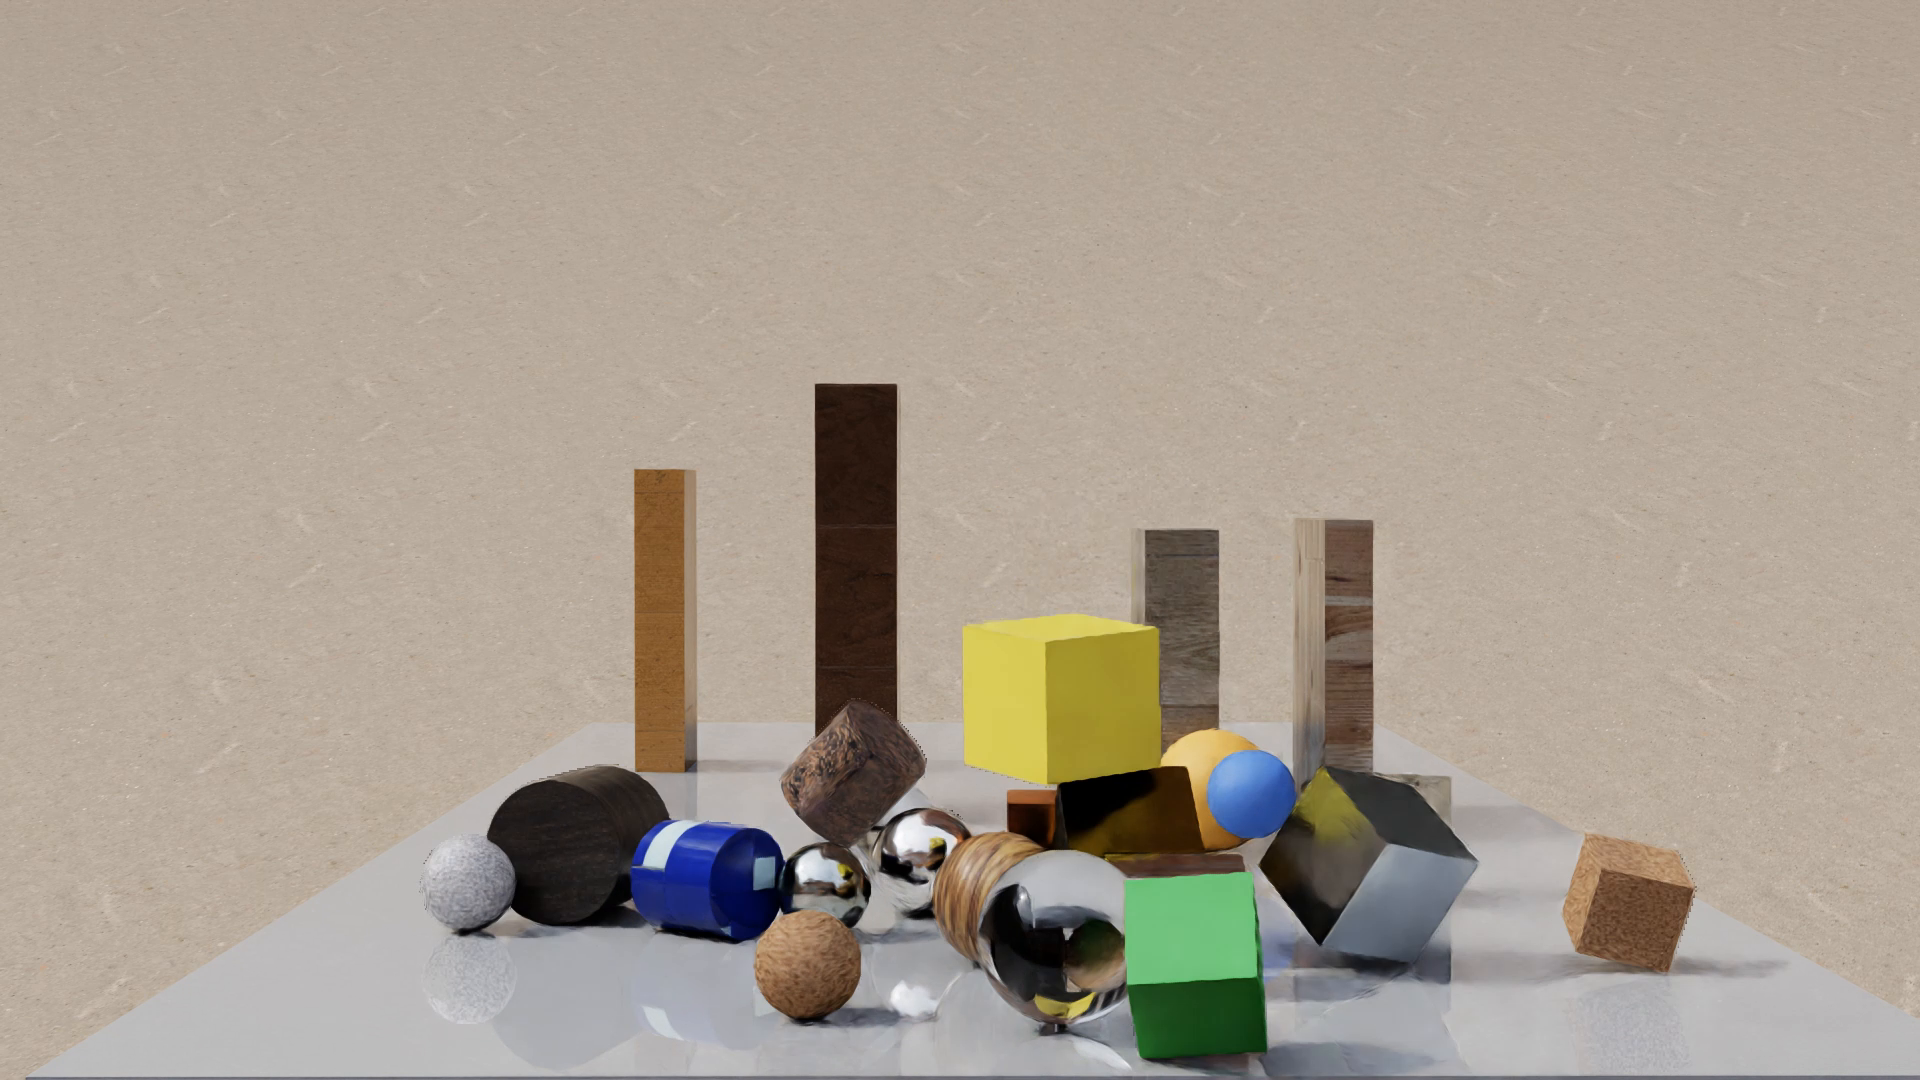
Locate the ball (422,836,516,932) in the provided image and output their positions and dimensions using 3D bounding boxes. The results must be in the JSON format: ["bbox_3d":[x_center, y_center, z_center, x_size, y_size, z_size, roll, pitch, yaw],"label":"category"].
[{"bbox_3d":[-0.657,0.460,3.452,0.125,0.125,0.125,0,27,0],"label":"ball"}]

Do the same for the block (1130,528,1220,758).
[{"bbox_3d":[0.371,0.242,4.492,0.123,0.523,0.384,0,1,0],"label":"block"}]

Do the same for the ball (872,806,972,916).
[{"bbox_3d":[-0.048,0.445,3.579,0.150,0.150,0.150,0,27,0],"label":"ball"}]

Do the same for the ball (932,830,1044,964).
[{"bbox_3d":[0.048,0.443,3.194,0.166,0.166,0.166,0,27,0],"label":"ball"}]

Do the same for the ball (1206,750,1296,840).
[{"bbox_3d":[0.456,0.398,4.040,0.140,0.140,0.140,0,27,0],"label":"ball"}]

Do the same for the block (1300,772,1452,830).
[{"bbox_3d":[0.602,0.431,3.730,0.171,0.171,0.171,0,1,27],"label":"block"}]

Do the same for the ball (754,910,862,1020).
[{"bbox_3d":[-0.169,0.472,2.872,0.120,0.120,0.120,0,27,0],"label":"ball"}]

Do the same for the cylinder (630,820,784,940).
[{"bbox_3d":[-0.334,0.449,3.427,0.146,0.146,0.146,1,22,39],"label":"cylinder"}]

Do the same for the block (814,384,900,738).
[{"bbox_3d":[-0.183,0.111,4.684,0.144,0.778,0.286,0,1,0],"label":"block"}]

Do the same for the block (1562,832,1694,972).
[{"bbox_3d":[0.820,0.445,3.176,0.114,0.114,0.114,13,17,0],"label":"block"}]

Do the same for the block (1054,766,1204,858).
[{"bbox_3d":[0.211,0.407,3.279,0.167,0.167,0.167,-1,36,-3],"label":"block"}]

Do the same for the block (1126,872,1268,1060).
[{"bbox_3d":[0.243,0.437,2.653,0.131,0.131,0.131,-5,44,8],"label":"block"}]

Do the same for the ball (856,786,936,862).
[{"bbox_3d":[-0.099,0.444,4.003,0.136,0.136,0.136,0,27,0],"label":"ball"}]

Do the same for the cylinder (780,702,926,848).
[{"bbox_3d":[-0.158,0.346,3.817,0.153,0.153,0.153,39,18,-15],"label":"cylinder"}]

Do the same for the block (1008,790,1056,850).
[{"bbox_3d":[0.148,0.438,3.597,0.162,0.162,0.162,0,1,1],"label":"block"}]

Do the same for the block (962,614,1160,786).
[{"bbox_3d":[0.129,0.199,3.289,0.179,0.179,0.179,-5,8,-34],"label":"block"}]

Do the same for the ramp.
[{"bbox_3d":[0.061,0.552,4.588,2.000,0.100,4.000,0,1,0],"label":"ramp"}]

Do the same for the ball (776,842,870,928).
[{"bbox_3d":[-0.180,0.461,3.402,0.124,0.124,0.124,0,27,0],"label":"ball"}]

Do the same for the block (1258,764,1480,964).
[{"bbox_3d":[0.501,0.399,3.174,0.158,0.158,0.158,15,24,-34],"label":"block"}]

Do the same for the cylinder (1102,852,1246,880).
[{"bbox_3d":[0.250,0.449,3.041,0.160,0.160,0.160,0,27,0],"label":"cylinder"}]

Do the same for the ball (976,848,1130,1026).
[{"bbox_3d":[0.113,0.432,2.809,0.190,0.190,0.190,0,27,0],"label":"ball"}]

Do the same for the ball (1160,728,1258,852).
[{"bbox_3d":[0.413,0.407,4.204,0.199,0.199,0.199,0,27,0],"label":"ball"}]

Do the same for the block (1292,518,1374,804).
[{"bbox_3d":[0.663,0.232,4.611,0.082,0.538,0.424,0,1,0],"label":"block"}]

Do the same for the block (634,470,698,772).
[{"bbox_3d":[-0.629,0.168,5.528,0.104,0.635,0.259,0,1,0],"label":"block"}]

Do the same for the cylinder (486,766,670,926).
[{"bbox_3d":[-0.526,0.422,3.585,0.196,0.196,0.196,7,3,14],"label":"cylinder"}]
